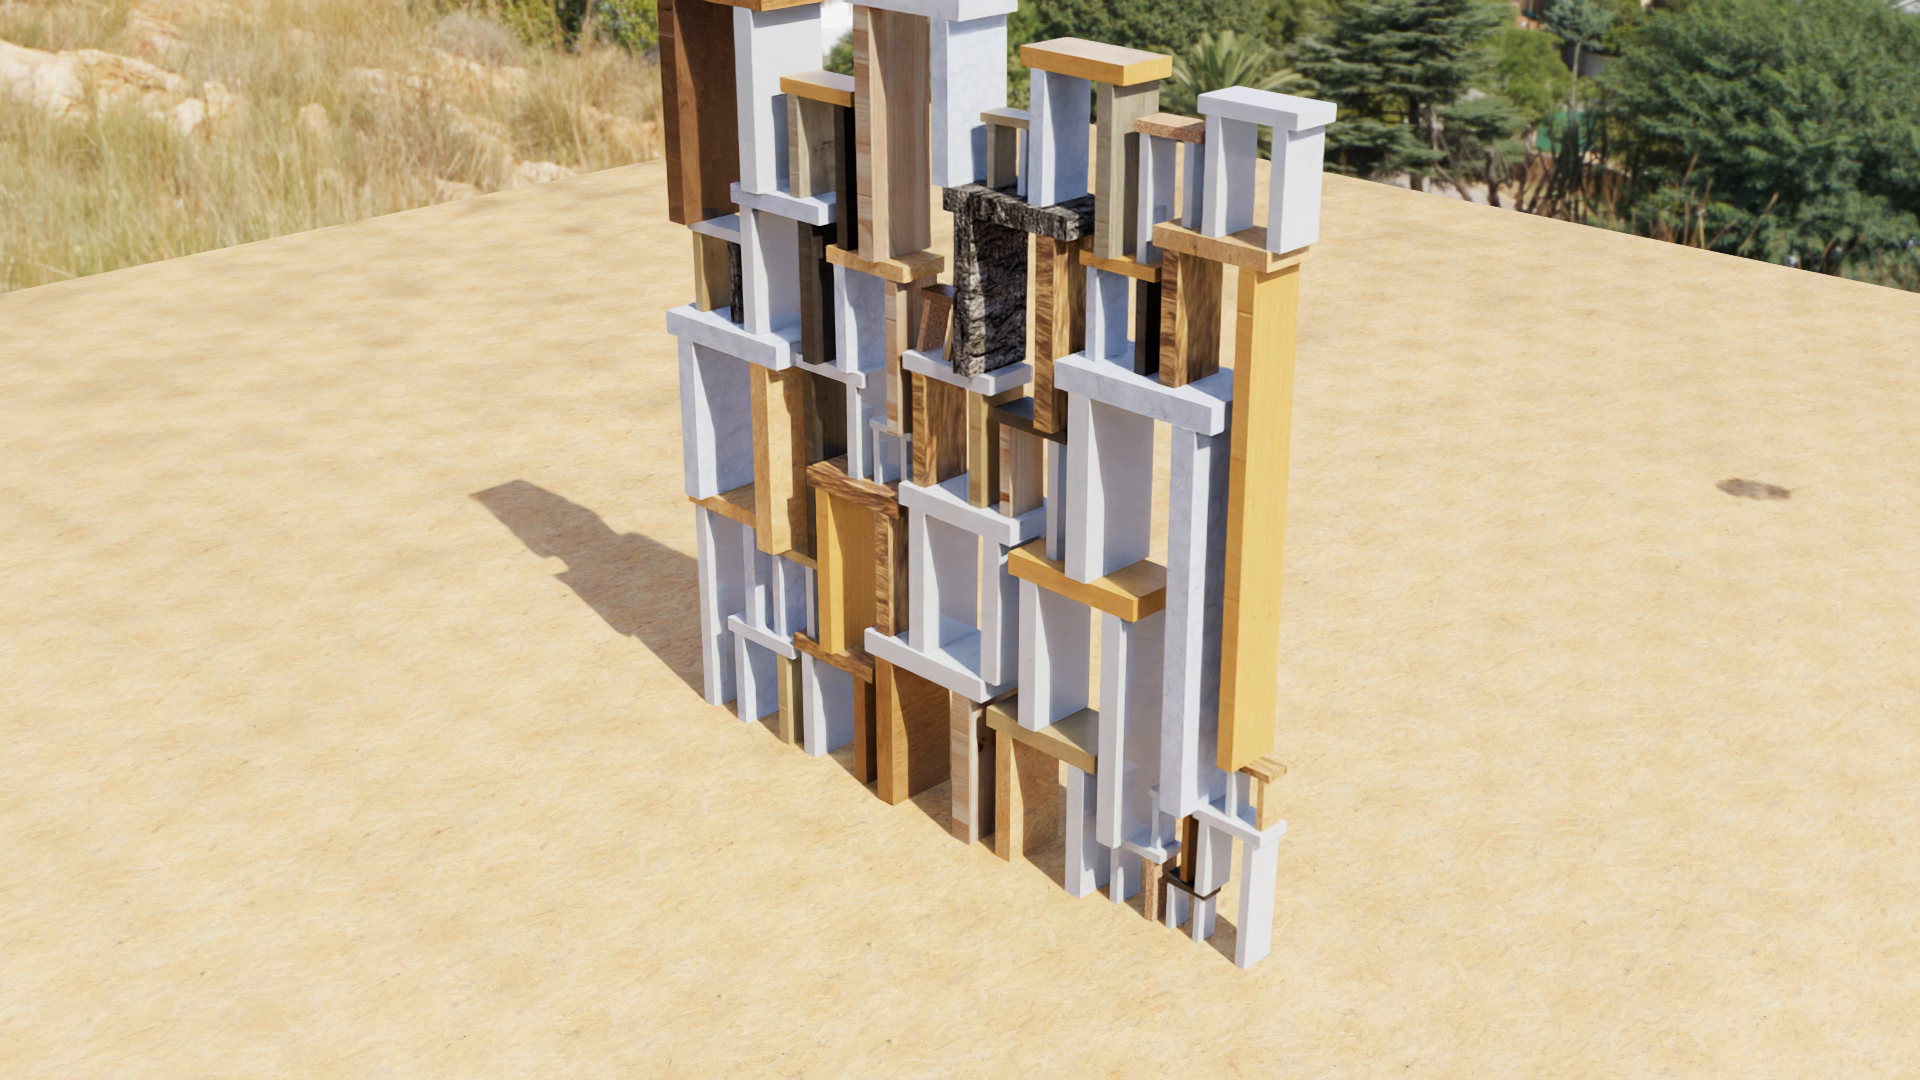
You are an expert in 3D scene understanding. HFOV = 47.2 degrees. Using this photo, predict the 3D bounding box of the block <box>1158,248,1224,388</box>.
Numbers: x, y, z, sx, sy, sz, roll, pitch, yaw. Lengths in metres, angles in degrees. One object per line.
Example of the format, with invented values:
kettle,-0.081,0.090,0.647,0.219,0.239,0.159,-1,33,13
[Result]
block,0.383,-0.379,3.644,0.117,0.234,0.033,-22,31,-40

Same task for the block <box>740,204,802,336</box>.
block,-0.373,-0.551,4.390,0.130,0.261,0.037,-21,31,-40

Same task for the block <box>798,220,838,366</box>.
block,-0.250,-0.493,4.280,0.037,0.283,0.131,21,31,41

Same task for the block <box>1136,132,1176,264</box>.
block,0.325,-0.569,3.629,0.070,0.217,0.020,-22,31,-40

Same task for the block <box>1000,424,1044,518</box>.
block,0.114,-0.138,4.037,0.090,0.179,0.025,-21,30,-41

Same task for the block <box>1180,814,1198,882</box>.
block,0.426,0.549,4.001,0.052,0.144,0.015,-21,31,-41

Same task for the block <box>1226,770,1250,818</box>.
block,0.491,0.436,3.882,0.050,0.101,0.014,-21,31,-40

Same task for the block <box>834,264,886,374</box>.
block,-0.191,-0.438,4.238,0.030,0.213,0.107,21,31,41

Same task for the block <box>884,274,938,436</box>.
block,-0.091,-0.356,4.164,0.107,0.305,0.030,-22,31,-40

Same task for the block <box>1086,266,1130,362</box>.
block,0.253,-0.397,3.775,0.083,0.167,0.024,-22,31,-40

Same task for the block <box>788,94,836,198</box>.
block,-0.280,-0.759,4.196,0.099,0.198,0.028,-21,31,-40

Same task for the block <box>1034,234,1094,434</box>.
block,0.197,-0.374,3.852,0.149,0.351,0.042,-21,31,-40

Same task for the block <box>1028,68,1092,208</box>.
block,0.170,-0.694,3.749,0.117,0.233,0.033,-21,32,-41

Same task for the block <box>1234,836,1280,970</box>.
block,0.530,0.638,3.923,0.076,0.260,0.021,-21,32,-40

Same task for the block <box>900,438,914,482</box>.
block,-0.089,-0.149,4.252,0.016,0.113,0.057,21,31,41

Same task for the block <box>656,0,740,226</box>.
block,-0.510,-0.874,4.407,0.050,0.456,0.175,21,31,41

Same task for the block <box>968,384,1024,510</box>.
block,0.068,-0.181,4.080,0.032,0.226,0.113,21,31,41

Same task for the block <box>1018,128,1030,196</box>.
block,0.128,-0.659,3.814,0.058,0.116,0.016,-21,33,-40

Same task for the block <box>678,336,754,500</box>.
block,-0.505,-0.277,4.654,0.050,0.351,0.175,21,31,41

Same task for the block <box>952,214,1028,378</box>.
block,0.055,-0.455,3.974,0.149,0.298,0.042,-21,31,-40

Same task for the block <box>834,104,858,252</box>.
block,-0.187,-0.687,4.125,0.099,0.274,0.028,-22,31,-40

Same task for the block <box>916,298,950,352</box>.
block,-0.048,-0.405,4.096,0.054,0.109,0.015,-19,44,-37

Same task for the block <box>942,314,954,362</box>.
block,0.001,-0.384,4.047,0.015,0.109,0.054,35,38,27

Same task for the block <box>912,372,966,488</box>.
block,-0.038,-0.222,4.176,0.113,0.226,0.032,-21,31,-41

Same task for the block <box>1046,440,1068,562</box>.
block,0.197,-0.082,3.971,0.090,0.228,0.025,-21,31,-41

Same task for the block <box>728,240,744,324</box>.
block,-0.427,-0.530,4.458,0.085,0.169,0.024,-21,31,-40

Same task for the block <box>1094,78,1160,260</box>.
block,0.277,-0.622,3.657,0.117,0.293,0.033,-21,31,-40

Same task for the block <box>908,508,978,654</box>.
block,-0.032,0.059,4.289,0.148,0.296,0.042,-21,32,-41

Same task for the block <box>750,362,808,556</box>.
block,-0.340,-0.186,4.512,0.176,0.406,0.050,-21,31,-40

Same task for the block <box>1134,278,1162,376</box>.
block,0.331,-0.367,3.703,0.083,0.166,0.024,-22,31,-40

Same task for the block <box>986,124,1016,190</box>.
block,0.074,-0.680,3.865,0.016,0.116,0.058,21,31,40

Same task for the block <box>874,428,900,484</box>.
block,-0.142,-0.170,4.302,0.016,0.113,0.057,21,31,41

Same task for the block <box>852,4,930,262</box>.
block,-0.123,-0.753,4.034,0.146,0.466,0.041,-21,31,-40

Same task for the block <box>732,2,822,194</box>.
block,-0.346,-0.857,4.233,0.050,0.351,0.175,21,31,41

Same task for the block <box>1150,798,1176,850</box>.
block,0.375,0.512,4.039,0.052,0.104,0.015,-21,31,-41

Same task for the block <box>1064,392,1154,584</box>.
block,0.265,-0.113,3.890,0.174,0.348,0.049,-21,31,-40

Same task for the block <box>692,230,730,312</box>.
block,-0.507,-0.561,4.532,0.085,0.169,0.024,-21,31,-40

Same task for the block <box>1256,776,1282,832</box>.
block,0.539,0.455,3.838,0.050,0.101,0.014,-21,31,-40

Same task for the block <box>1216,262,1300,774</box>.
block,0.496,-0.031,3.671,0.117,0.896,0.033,-21,31,-40

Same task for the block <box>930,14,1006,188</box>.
block,0.016,-0.779,3.873,0.146,0.292,0.041,-21,30,-40

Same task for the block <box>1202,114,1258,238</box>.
block,0.430,-0.586,3.500,0.097,0.194,0.028,-22,31,-40

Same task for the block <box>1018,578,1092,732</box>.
block,0.177,0.193,4.111,0.043,0.302,0.151,21,31,41

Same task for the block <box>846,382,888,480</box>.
block,-0.177,-0.224,4.327,0.027,0.194,0.097,21,31,40

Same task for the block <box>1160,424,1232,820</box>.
block,0.431,0.127,3.811,0.174,0.727,0.049,-21,31,-40

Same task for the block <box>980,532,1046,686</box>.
block,0.108,0.114,4.160,0.148,0.296,0.042,-21,32,-40

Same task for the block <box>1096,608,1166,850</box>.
block,0.320,0.325,4.012,0.151,0.469,0.043,-21,31,-40

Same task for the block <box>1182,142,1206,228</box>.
block,0.390,-0.580,3.554,0.070,0.139,0.020,-22,31,-40

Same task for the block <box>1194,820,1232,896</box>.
block,0.459,0.561,3.967,0.076,0.151,0.021,-21,32,-40

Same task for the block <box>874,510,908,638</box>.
block,-0.106,0.050,4.356,0.130,0.261,0.037,-21,31,-41

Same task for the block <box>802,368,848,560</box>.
block,-0.268,-0.162,4.453,0.097,0.407,0.027,-21,31,-41

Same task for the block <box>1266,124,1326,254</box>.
block,0.521,-0.551,3.415,0.097,0.194,0.028,-22,31,-40
